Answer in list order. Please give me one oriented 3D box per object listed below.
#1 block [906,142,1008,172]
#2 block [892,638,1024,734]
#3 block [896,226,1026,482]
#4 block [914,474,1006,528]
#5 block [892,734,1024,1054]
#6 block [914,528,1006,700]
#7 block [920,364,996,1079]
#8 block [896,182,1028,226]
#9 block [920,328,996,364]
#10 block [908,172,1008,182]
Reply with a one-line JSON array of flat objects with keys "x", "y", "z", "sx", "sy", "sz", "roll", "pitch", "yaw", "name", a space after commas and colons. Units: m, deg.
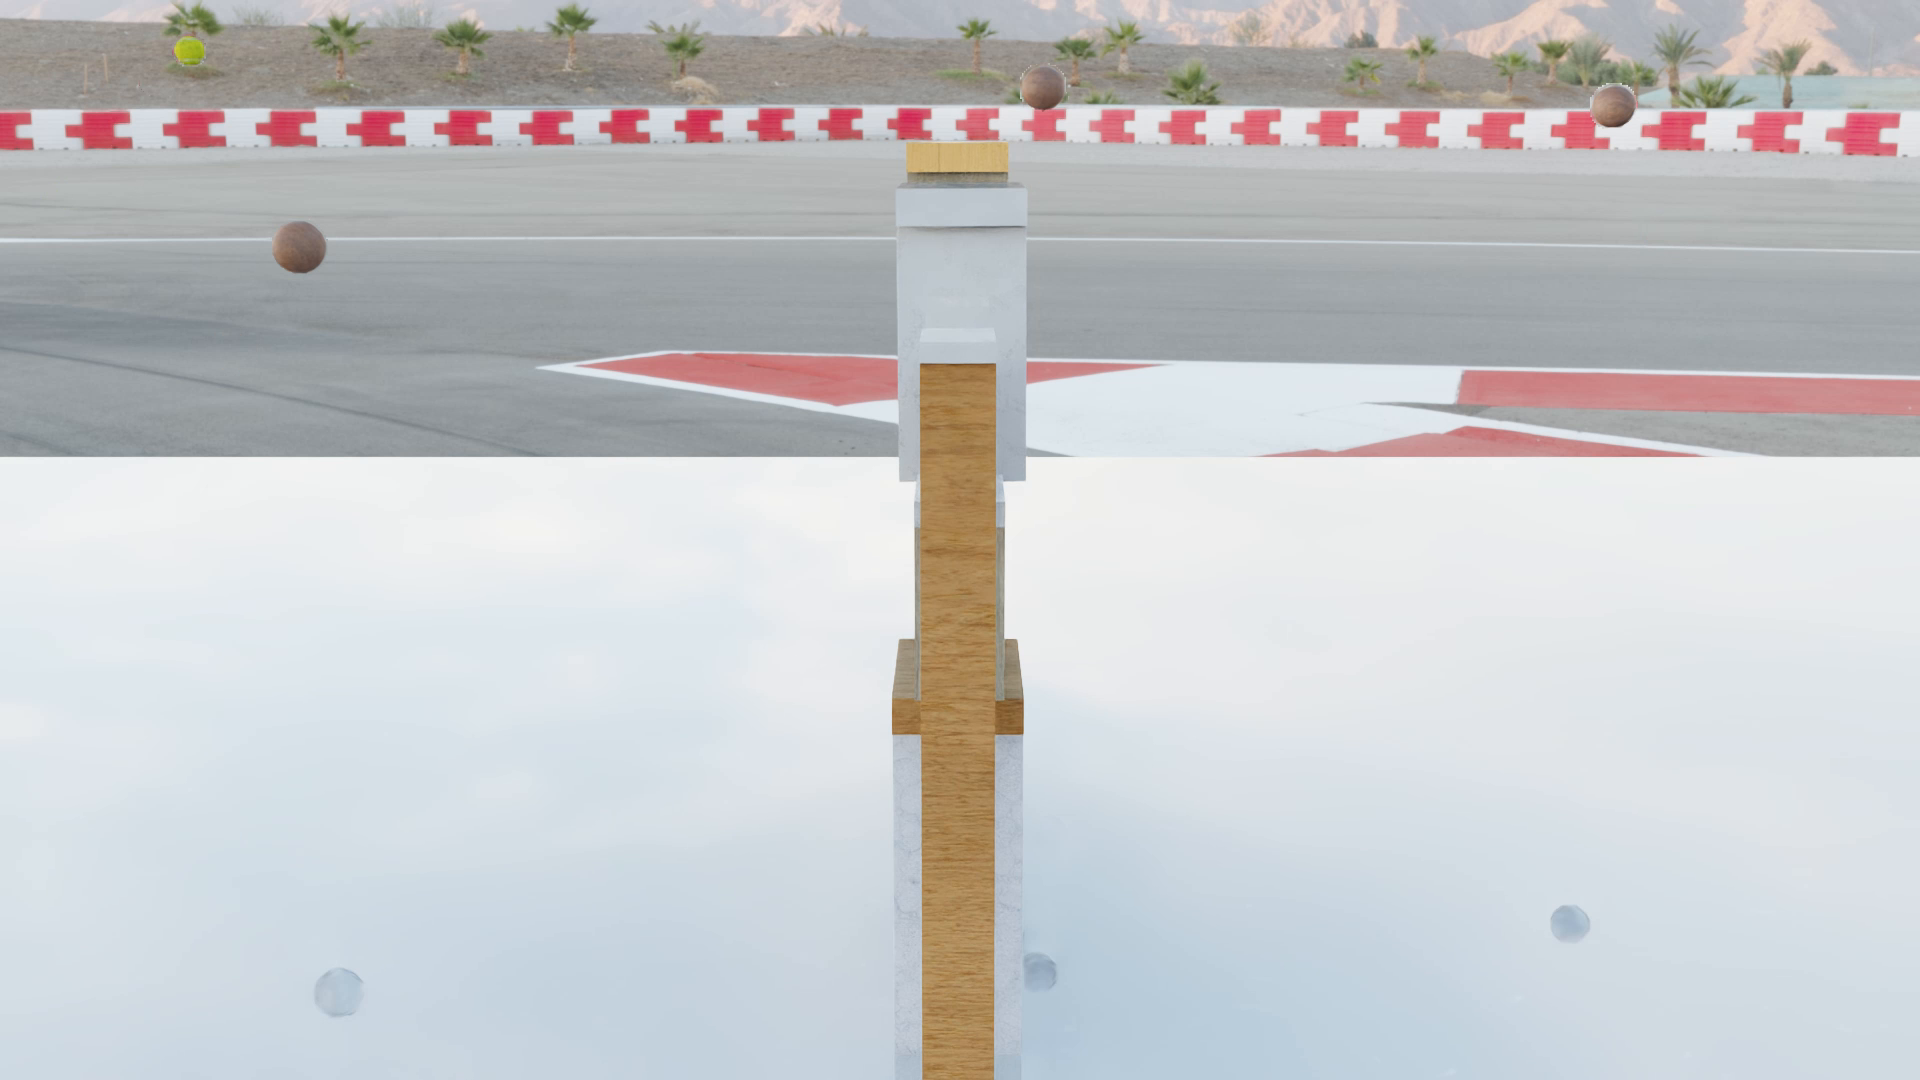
[{"x": -0.005, "y": -0.608, "z": 3.481, "sx": 0.154, "sy": 0.044, "sz": 0.309, "roll": 0, "pitch": 11, "yaw": 0, "name": "block"}, {"x": -0.003, "y": 0.202, "z": 3.082, "sx": 0.175, "sy": 0.050, "sz": 0.350, "roll": 0, "pitch": 10, "yaw": 0, "name": "block"}, {"x": 0.003, "y": -0.262, "z": 3.082, "sx": 0.179, "sy": 0.357, "sz": 0.051, "roll": 0, "pitch": 11, "yaw": 0, "name": "block"}, {"x": 0.000, "y": -0.054, "z": 2.941, "sx": 0.118, "sy": 0.033, "sz": 0.236, "roll": 0, "pitch": 10, "yaw": 0, "name": "block"}, {"x": -0.003, "y": 0.476, "z": 3.013, "sx": 0.175, "sy": 0.464, "sz": 0.050, "roll": 0, "pitch": 10, "yaw": 0, "name": "block"}, {"x": 0.000, "y": 0.092, "z": 2.888, "sx": 0.118, "sy": 0.236, "sz": 0.033, "roll": 0, "pitch": 11, "yaw": 0, "name": "block"}, {"x": -0.002, "y": 0.256, "z": 2.810, "sx": 0.094, "sy": 0.971, "sz": 0.027, "roll": 0, "pitch": 11, "yaw": 0, "name": "block"}, {"x": 0.002, "y": -0.485, "z": 3.162, "sx": 0.179, "sy": 0.051, "sz": 0.357, "roll": 0, "pitch": 11, "yaw": 0, "name": "block"}, {"x": -0.002, "y": -0.246, "z": 2.781, "sx": 0.094, "sy": 0.027, "sz": 0.188, "roll": 0, "pitch": 11, "yaw": 0, "name": "block"}, {"x": -0.003, "y": -0.416, "z": 3.412, "sx": 0.154, "sy": 0.309, "sz": 0.044, "roll": 0, "pitch": 11, "yaw": 0, "name": "block"}]
